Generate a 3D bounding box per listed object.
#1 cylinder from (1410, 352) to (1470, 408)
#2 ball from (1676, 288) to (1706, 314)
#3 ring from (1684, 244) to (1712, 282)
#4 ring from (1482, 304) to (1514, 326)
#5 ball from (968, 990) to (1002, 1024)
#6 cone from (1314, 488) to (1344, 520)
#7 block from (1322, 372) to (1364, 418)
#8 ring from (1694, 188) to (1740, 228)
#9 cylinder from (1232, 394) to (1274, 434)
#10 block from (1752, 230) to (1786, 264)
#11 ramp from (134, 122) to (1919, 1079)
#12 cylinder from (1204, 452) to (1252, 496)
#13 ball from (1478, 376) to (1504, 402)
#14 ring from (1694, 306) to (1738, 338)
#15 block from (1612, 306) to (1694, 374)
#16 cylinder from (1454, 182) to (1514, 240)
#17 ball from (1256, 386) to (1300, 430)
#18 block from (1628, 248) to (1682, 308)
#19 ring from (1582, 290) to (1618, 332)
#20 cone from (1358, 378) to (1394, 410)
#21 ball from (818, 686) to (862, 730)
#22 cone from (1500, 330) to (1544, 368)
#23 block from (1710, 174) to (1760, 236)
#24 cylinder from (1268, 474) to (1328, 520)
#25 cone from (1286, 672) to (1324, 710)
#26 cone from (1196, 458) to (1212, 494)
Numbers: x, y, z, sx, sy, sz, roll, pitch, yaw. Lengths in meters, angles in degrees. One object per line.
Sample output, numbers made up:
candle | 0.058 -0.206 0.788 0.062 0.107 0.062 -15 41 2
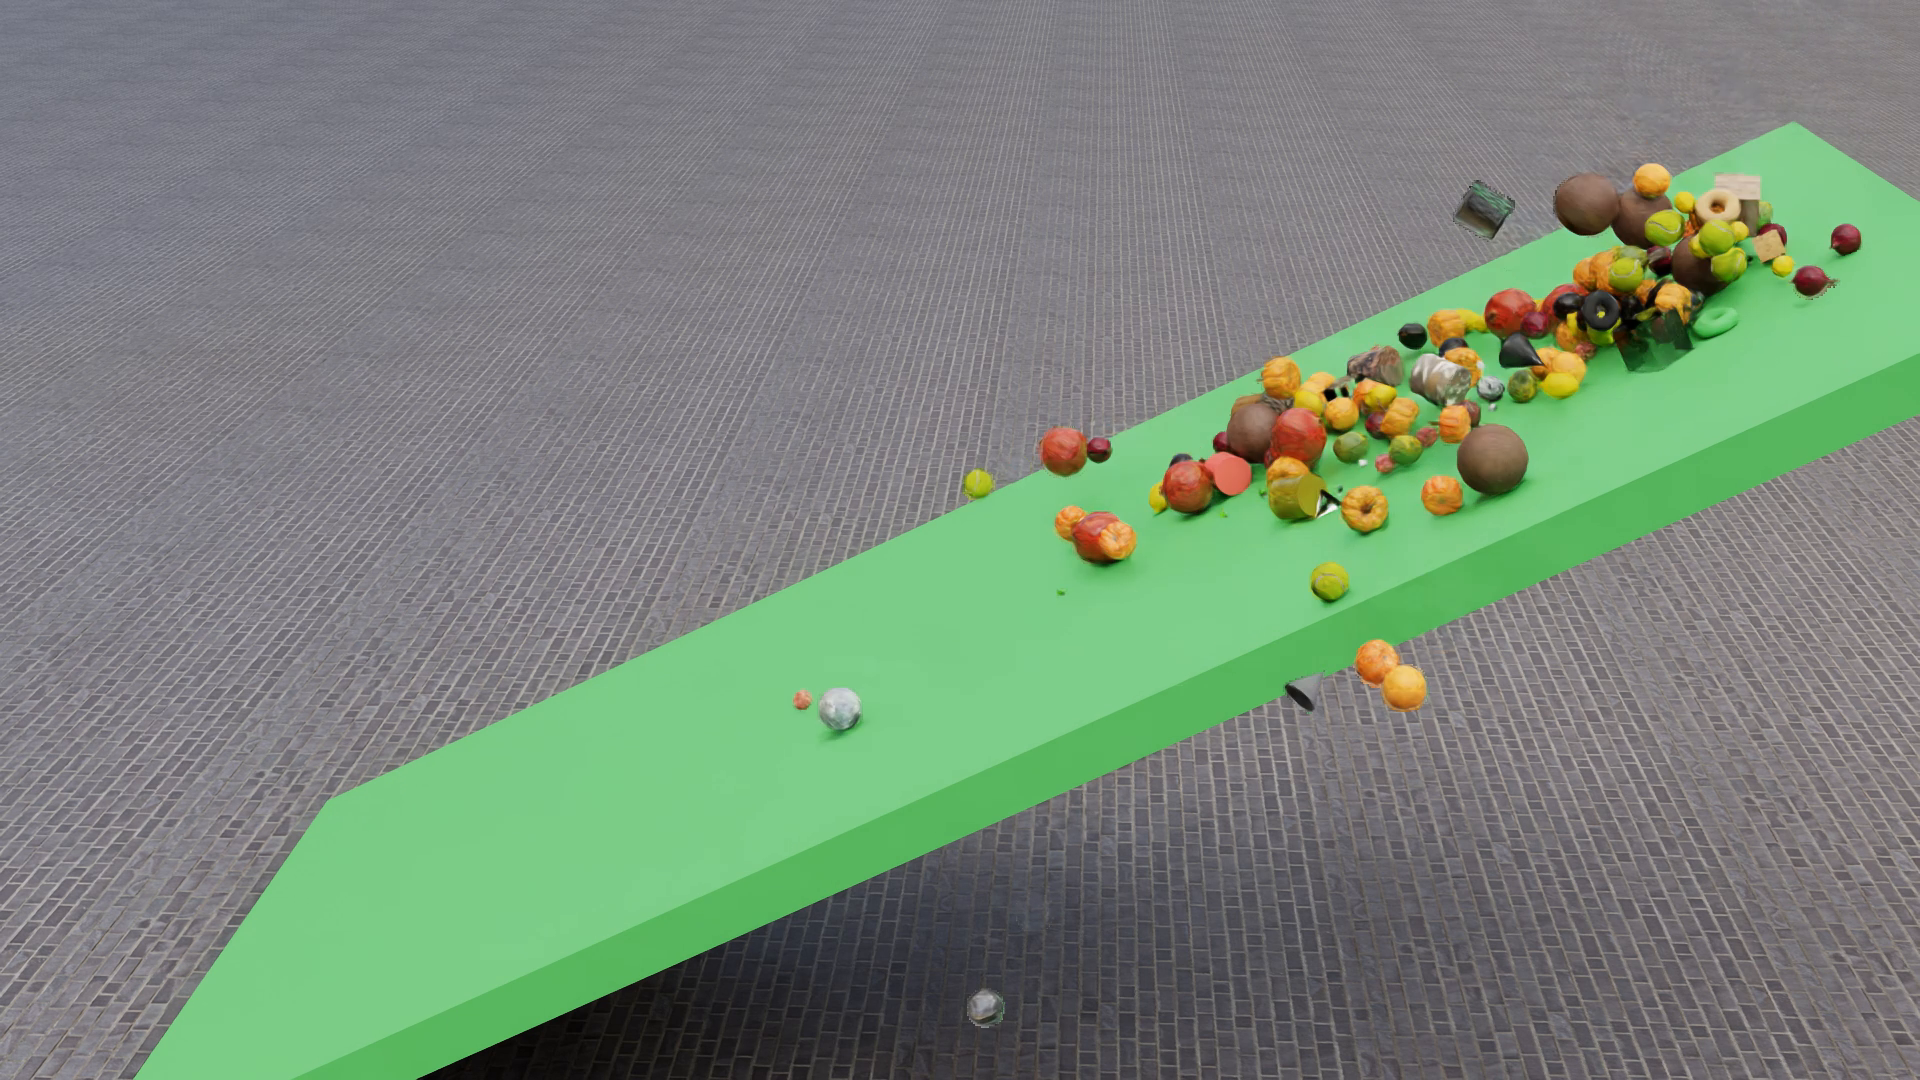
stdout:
cylinder | 0.934 -0.310 5.720 0.085 0.085 0.085 29 31 37
ball | 1.452 -0.475 5.841 0.054 0.054 0.054 0 16 0
ring | 1.508 -0.565 6.008 0.028 0.084 0.084 -31 17 3
ring | 1.188 -0.498 6.497 0.077 0.026 0.077 -25 14 7
ball | 0.044 0.815 5.126 0.060 0.060 0.060 0 16 0
cone | 0.713 -0.062 5.771 0.057 0.057 0.057 36 3 -2
block | 0.843 -0.314 6.377 0.067 0.067 0.067 -37 17 -36
ring | 1.509 -0.660 5.856 0.089 0.030 0.089 -7 59 12
cylinder | 0.664 -0.284 6.566 0.084 0.084 0.084 -10 2 -30
block | 1.627 -0.591 5.915 0.052 0.052 0.052 -22 -3 18
ramp | 0.138 0.168 6.281 4.000 0.100 2.000 -25 14 10
cylinder | 0.566 -0.141 6.225 0.082 0.082 0.082 -3 9 -12
ball | 1.070 -0.304 5.933 0.054 0.054 0.054 0 16 0
ring | 1.457 -0.420 5.670 0.087 0.029 0.087 -25 19 9
block | 1.330 -0.384 5.650 0.093 0.093 0.093 -33 14 -22
cylinder | 1.120 -0.705 6.292 0.092 0.092 0.092 33 21 3
ball | 0.685 -0.284 6.329 0.093 0.093 0.093 0 16 0
block | 1.433 -0.541 6.063 0.083 0.083 0.083 -24 14 14
ring | 1.241 -0.444 5.699 0.080 0.080 0.027 -7 -2 -22
cone | 0.897 -0.309 6.311 0.072 0.072 0.072 10 17 5
ball | -0.243 0.341 5.953 0.089 0.089 0.089 0 16 0
cone | 1.117 -0.358 5.777 0.081 0.081 0.081 -14 34 -40
block | 1.587 -0.685 6.016 0.090 0.090 0.090 5 41 13
cylinder | 0.669 -0.085 5.810 0.085 0.085 0.085 -12 2 -36
cone | 0.598 0.246 5.002 0.064 0.064 0.064 -45 34 -16
cone | 0.558 -0.139 6.336 0.078 0.078 0.078 -3 16 -17
